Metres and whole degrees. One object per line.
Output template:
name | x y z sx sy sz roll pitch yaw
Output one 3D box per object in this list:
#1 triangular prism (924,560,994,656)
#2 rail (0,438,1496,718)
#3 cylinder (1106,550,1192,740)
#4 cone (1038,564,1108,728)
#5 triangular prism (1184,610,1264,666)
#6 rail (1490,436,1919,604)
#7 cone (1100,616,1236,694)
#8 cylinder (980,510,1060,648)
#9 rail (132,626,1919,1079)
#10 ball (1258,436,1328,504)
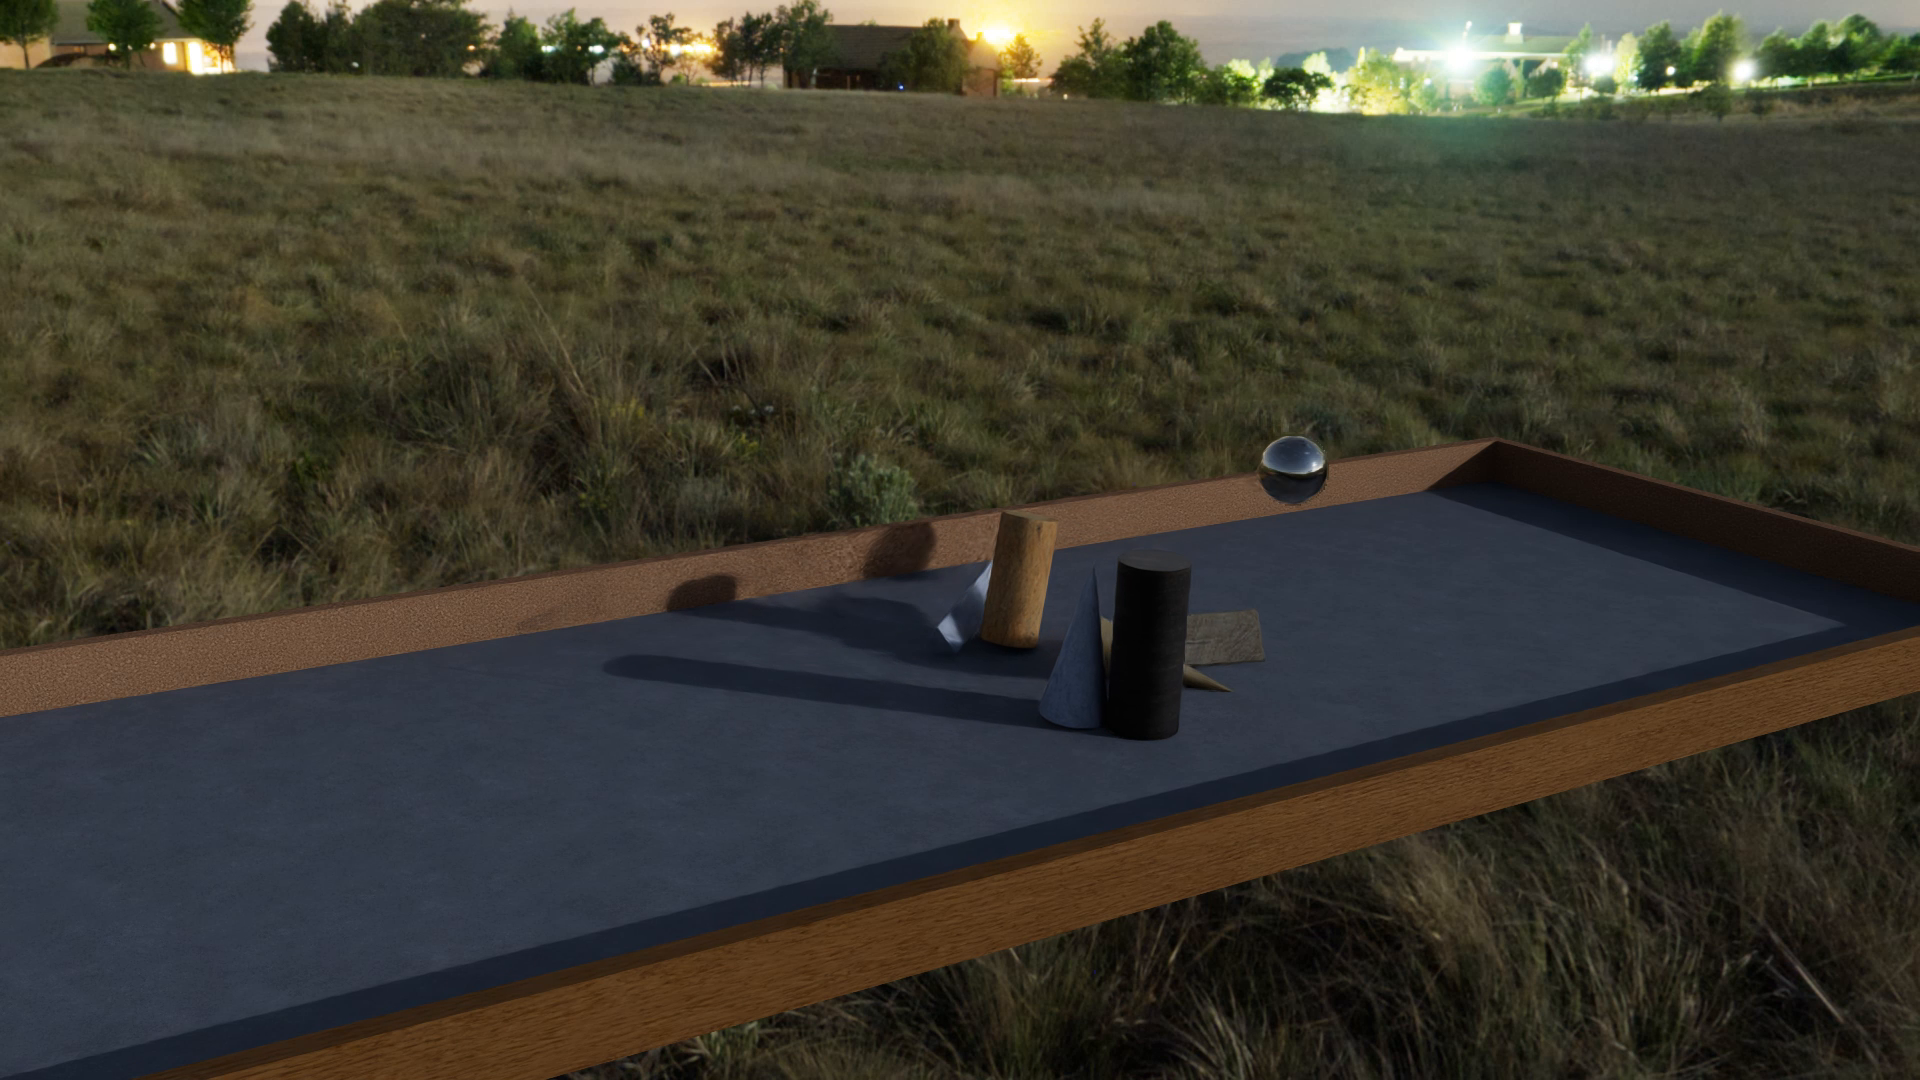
triangular prism | 0.024 0.171 4.466 0.093 0.080 0.392 6 30 25
rail | -3.305 0.497 3.399 12.000 0.150 0.050 -9 18 -27
cylinder | 0.435 0.240 3.805 0.168 0.407 0.168 2 17 -1
cone | 0.290 0.229 3.860 0.169 0.388 0.169 6 18 -2
triangular prism | 0.592 0.249 4.286 0.378 0.118 0.136 -4 16 -13
rail | 2.466 -0.048 5.253 0.050 0.150 2.100 -9 18 -27
cone | 0.500 0.320 4.118 0.400 0.162 0.162 18 21 15
cylinder | 0.157 0.102 4.358 0.153 0.339 0.153 10 7 -1
rail | -2.336 1.006 1.665 12.000 0.150 0.050 -9 18 -27
ball | 0.916 -0.194 4.543 0.188 0.188 0.188 0 16 0
